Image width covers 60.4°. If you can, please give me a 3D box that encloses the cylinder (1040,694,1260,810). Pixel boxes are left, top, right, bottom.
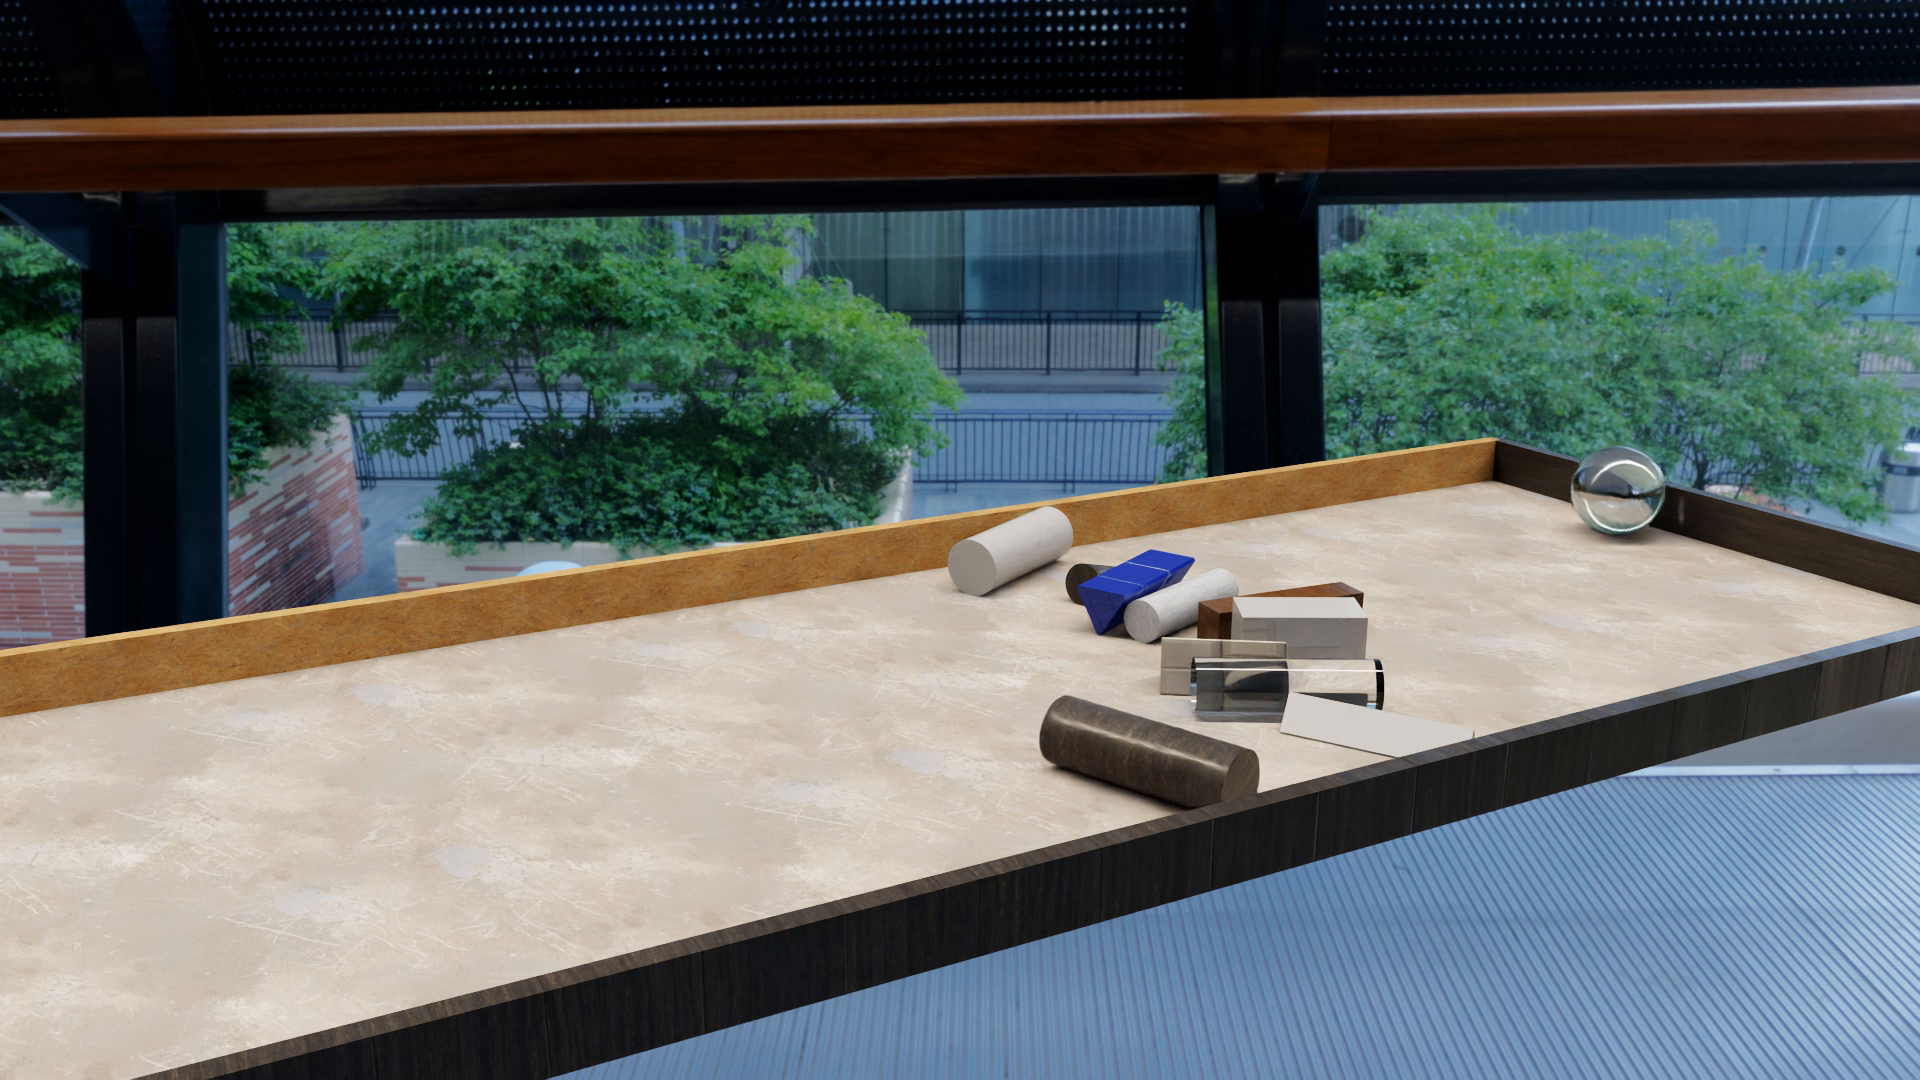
[{"bbox_3d":[0.399,0.461,3.516,0.460,0.154,0.154,13,21,38],"label":"cylinder"}]

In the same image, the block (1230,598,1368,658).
[{"bbox_3d":[0.865,0.248,4.225,0.314,0.160,0.160,0,16,1],"label":"block"}]

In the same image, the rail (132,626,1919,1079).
[{"bbox_3d":[-2.336,1.006,1.665,12.000,0.150,0.050,-9,18,-27],"label":"rail"}]

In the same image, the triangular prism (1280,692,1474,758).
[{"bbox_3d":[0.949,0.426,3.748,0.426,0.084,0.097,10,19,30],"label":"triangular prism"}]

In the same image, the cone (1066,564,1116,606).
[{"bbox_3d":[0.486,0.110,4.873,0.121,0.121,0.428,13,13,38],"label":"cone"}]

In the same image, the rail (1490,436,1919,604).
[{"bbox_3d":[2.466,-0.048,5.253,0.050,0.150,2.100,-9,18,-27],"label":"rail"}]

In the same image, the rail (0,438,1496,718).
[{"bbox_3d":[-3.305,0.497,3.399,12.000,0.150,0.050,-9,18,-27],"label":"rail"}]

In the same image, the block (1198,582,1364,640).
[{"bbox_3d":[0.869,0.205,4.468,0.455,0.106,0.106,-7,18,-22],"label":"block"}]

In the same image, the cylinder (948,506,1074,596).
[{"bbox_3d":[0.157,0.029,4.958,0.169,0.169,0.441,11,19,32],"label":"cylinder"}]

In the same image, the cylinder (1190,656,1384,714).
[{"bbox_3d":[0.776,0.348,3.932,0.438,0.134,0.134,1,16,2],"label":"cylinder"}]

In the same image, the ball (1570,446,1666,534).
[{"bbox_3d":[2.150,-0.162,5.390,0.290,0.290,0.290,0,16,0],"label":"ball"}]

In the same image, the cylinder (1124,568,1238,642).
[{"bbox_3d":[0.613,0.177,4.543,0.118,0.118,0.383,14,21,40],"label":"cylinder"}]

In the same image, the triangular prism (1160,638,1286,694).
[{"bbox_3d":[0.651,0.305,4.091,0.304,0.121,0.140,2,16,6],"label":"triangular prism"}]

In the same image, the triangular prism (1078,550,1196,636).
[{"bbox_3d":[0.481,0.117,4.623,0.126,0.146,0.418,42,33,18],"label":"triangular prism"}]
